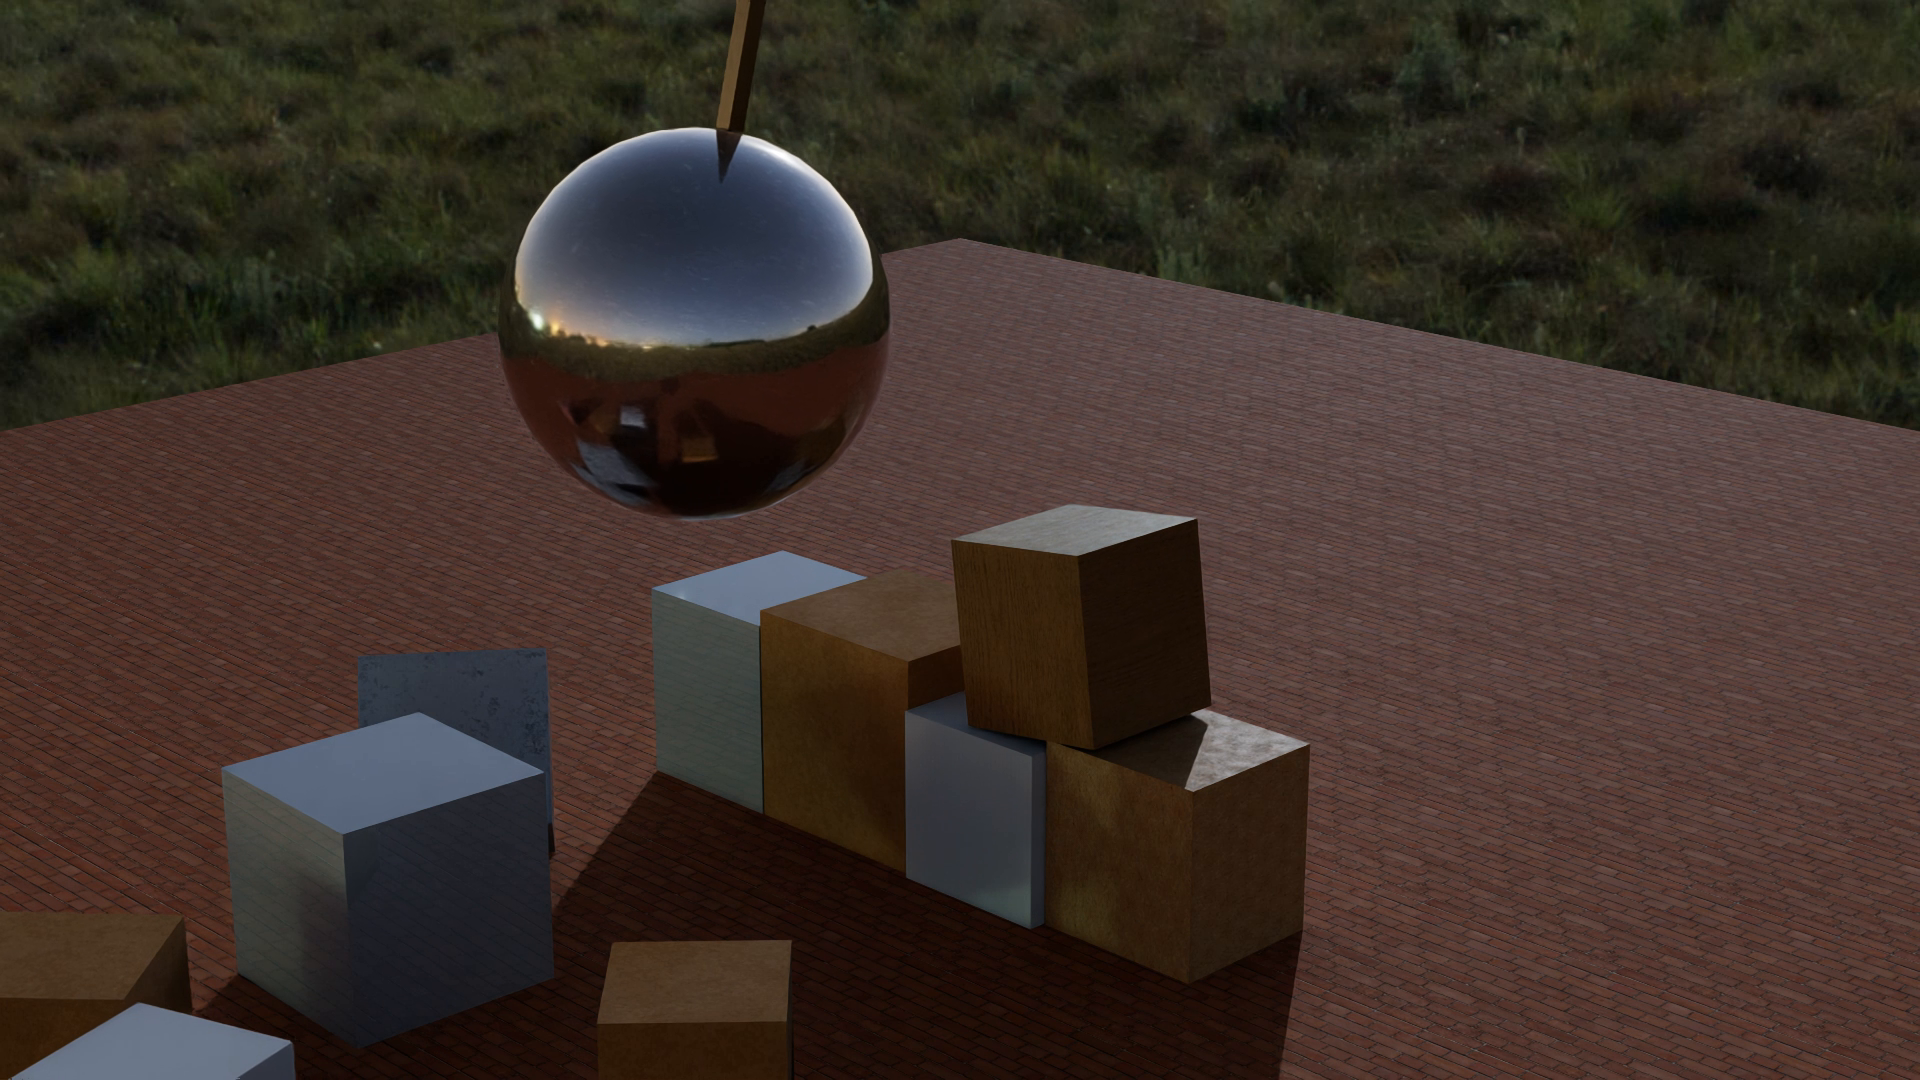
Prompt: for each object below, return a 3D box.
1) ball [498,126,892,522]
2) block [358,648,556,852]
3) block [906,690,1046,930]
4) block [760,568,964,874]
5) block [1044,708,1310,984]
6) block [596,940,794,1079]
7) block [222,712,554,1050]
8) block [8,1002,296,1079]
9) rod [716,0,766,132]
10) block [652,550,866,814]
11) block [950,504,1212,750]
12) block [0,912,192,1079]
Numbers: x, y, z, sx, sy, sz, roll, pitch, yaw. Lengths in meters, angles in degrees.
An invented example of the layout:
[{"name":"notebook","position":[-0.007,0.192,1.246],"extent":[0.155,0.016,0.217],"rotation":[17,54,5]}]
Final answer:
[{"name":"ball","position":[-1.074,-0.876,11.940],"extent":[1.600,1.600,1.600],"rotation":[0,17,0]},{"name":"block","position":[-2.300,0.989,13.446],"extent":[0.840,0.810,0.677],"rotation":[-2,-17,-7]},{"name":"block","position":[0.352,1.145,13.344],"extent":[0.907,0.815,0.788],"rotation":[-17,24,-42]},{"name":"block","position":[-0.266,0.839,13.942],"extent":[0.907,1.040,1.007],"rotation":[-17,24,-42]},{"name":"block","position":[0.942,1.288,12.788],"extent":[0.769,0.875,0.835],"rotation":[-17,24,-42]},{"name":"block","position":[-0.977,1.958,10.994],"extent":[0.684,0.672,0.682],"rotation":[0,17,-2]},{"name":"block","position":[-2.398,1.402,12.319],"extent":[0.964,0.938,0.955],"rotation":[-15,23,-40]},{"name":"block","position":[-2.816,2.169,10.200],"extent":[0.694,0.745,0.766],"rotation":[8,19,25]},{"name":"rod","position":[-0.466,-4.197,11.535],"extent":[0.080,5.200,0.080],"rotation":[17,9,42]},{"name":"block","position":[-0.928,0.688,14.556],"extent":[0.865,0.960,0.799],"rotation":[-17,24,-42]},{"name":"block","position":[0.536,0.364,12.895],"extent":[0.761,0.849,0.768],"rotation":[-17,17,-42]},{"name":"block","position":[-3.389,1.907,10.968],"extent":[0.830,0.786,0.722],"rotation":[1,17,3]}]
